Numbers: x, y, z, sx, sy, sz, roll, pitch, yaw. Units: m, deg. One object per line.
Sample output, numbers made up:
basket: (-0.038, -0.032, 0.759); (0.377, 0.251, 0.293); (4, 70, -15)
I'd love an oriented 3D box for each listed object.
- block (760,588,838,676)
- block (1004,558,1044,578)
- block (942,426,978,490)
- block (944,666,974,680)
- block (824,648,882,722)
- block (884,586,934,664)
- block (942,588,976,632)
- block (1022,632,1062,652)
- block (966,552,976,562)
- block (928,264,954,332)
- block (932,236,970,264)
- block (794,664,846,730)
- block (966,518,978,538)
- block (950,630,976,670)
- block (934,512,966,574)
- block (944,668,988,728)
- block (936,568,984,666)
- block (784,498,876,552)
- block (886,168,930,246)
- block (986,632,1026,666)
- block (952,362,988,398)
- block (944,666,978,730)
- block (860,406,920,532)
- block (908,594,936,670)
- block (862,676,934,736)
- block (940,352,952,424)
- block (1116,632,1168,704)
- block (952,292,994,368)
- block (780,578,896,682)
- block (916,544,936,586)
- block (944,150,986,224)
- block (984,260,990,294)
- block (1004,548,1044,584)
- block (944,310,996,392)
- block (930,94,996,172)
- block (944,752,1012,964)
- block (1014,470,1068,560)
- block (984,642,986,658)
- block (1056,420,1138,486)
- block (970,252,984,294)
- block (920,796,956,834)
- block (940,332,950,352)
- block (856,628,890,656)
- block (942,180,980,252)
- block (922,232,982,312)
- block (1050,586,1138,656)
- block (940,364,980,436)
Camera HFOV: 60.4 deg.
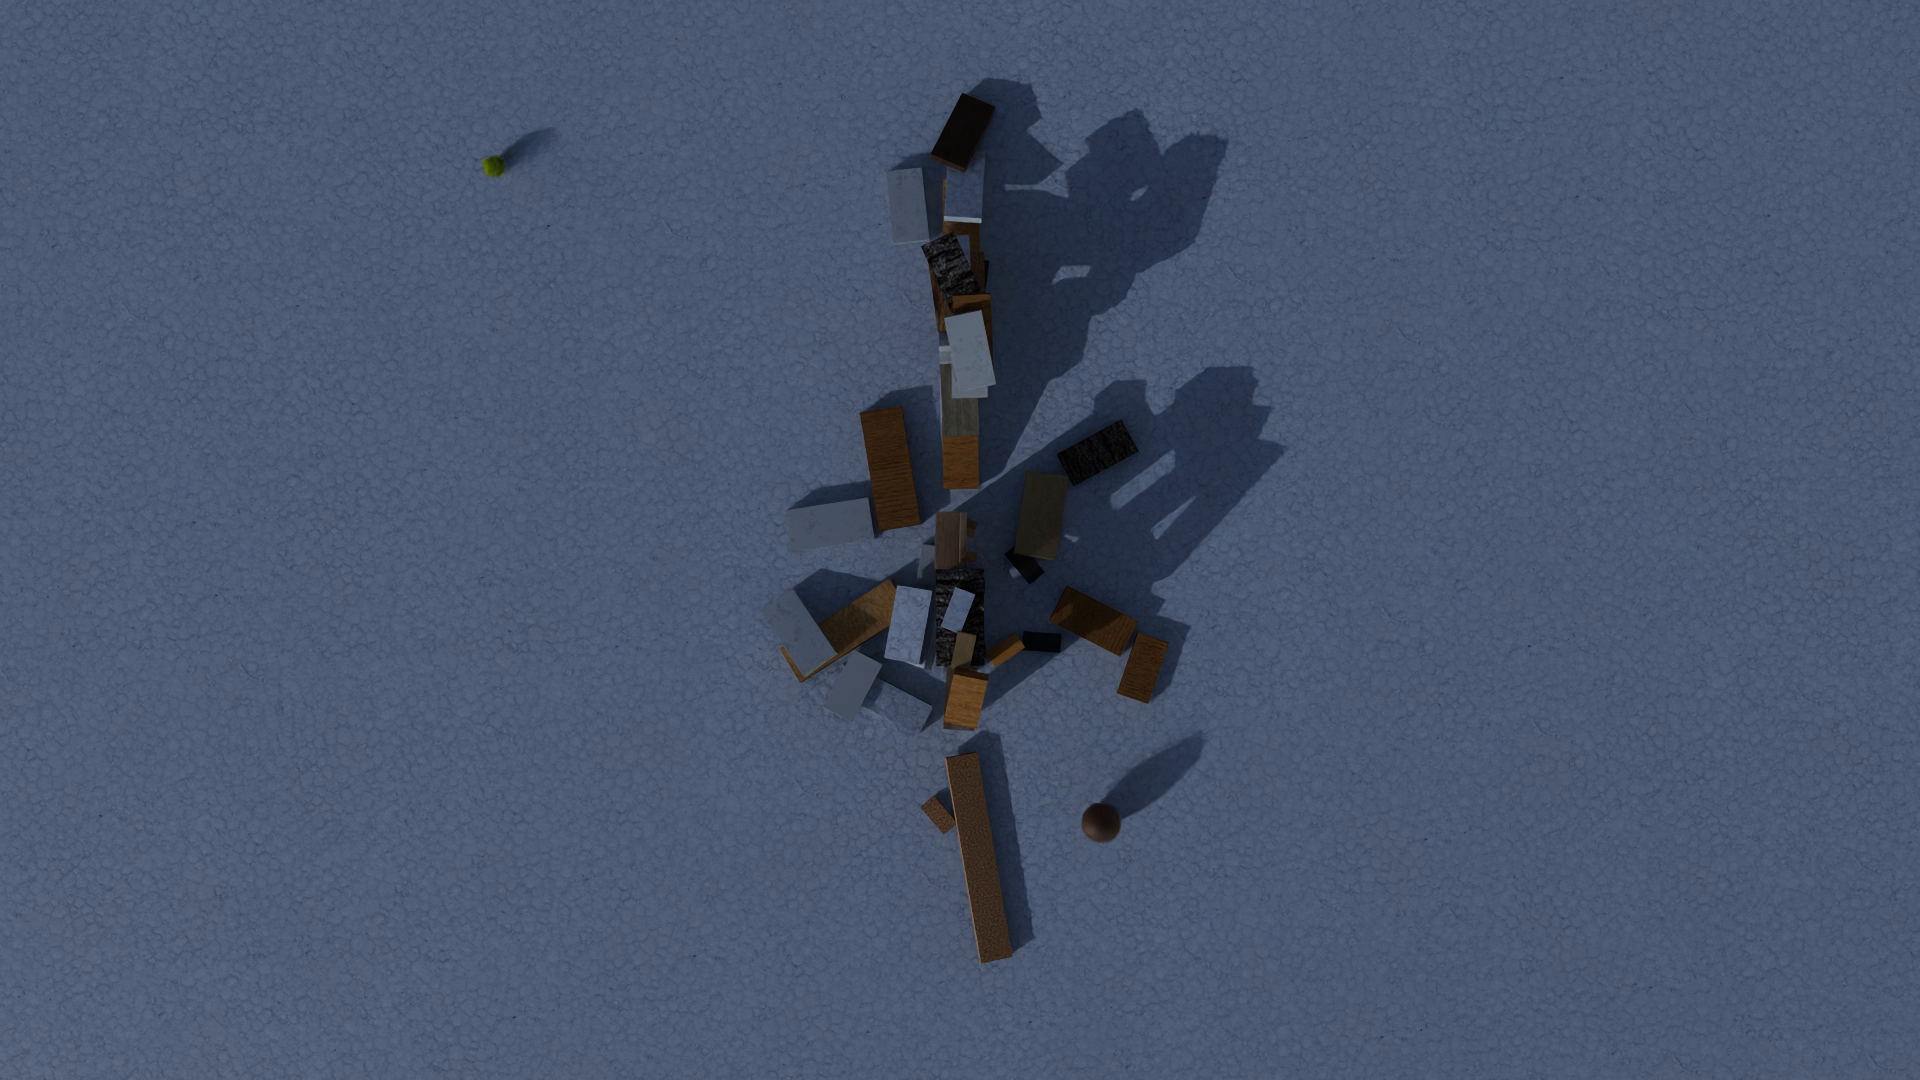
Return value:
block: (-0.531, 0.306, 5.447); (0.131, 0.037, 0.263); (-35, 75, -1)
block: (0.217, 0.071, 5.491); (0.126, 0.018, 0.063); (-31, 90, 0)
block: (0.002, -0.285, 5.447); (0.117, 0.033, 0.235); (-1, 108, 0)
block: (-0.004, 0.434, 5.401); (0.099, 0.199, 0.028); (-3, 90, 0)
block: (-0.353, 0.480, 5.453); (0.107, 0.030, 0.214); (28, 91, -3)
block: (-0.165, 0.278, 5.410); (0.121, 0.034, 0.242); (9, 84, 15)
block: (-0.006, 0.220, 5.145); (0.066, 0.019, 0.131); (21, 90, 0)
block: (0.272, 0.339, 5.491); (0.126, 0.018, 0.063); (4, 90, 0)
block: (0.004, 0.056, 5.401); (0.099, 0.199, 0.028); (0, 90, 0)
block: (-0.030, -0.790, 5.310); (0.115, 0.033, 0.229); (-8, 90, -1)
block: (-0.027, -0.875, 5.385); (0.124, 0.035, 0.248); (-2, 70, 0)
block: (-0.436, 0.521, 5.485); (0.216, 0.031, 0.108); (-39, 90, 0)
block: (0.002, -0.048, 5.400); (0.099, 0.199, 0.028); (16, 98, 0)
block: (0.011, 0.347, 5.138); (0.059, 0.017, 0.119); (11, 100, -2)
block: (-0.030, 0.009, 5.286); (0.099, 0.028, 0.199); (1, 91, 0)
block: (0.019, 0.498, 5.192); (0.108, 0.031, 0.216); (11, 130, 0)
block: (0.000, 0.242, 5.176); (0.151, 0.043, 0.302); (0, 90, 0)
block: (-0.432, -0.051, 5.480); (0.280, 0.040, 0.140); (-9, 90, 0)
block: (-0.174, -1.109, 5.483); (0.120, 0.034, 0.240); (-6, 90, 0)
block: (0.152, 0.365, 5.482); (0.119, 0.017, 0.059); (-34, 85, 7)
block: (0.030, -0.574, 5.307); (0.115, 0.033, 0.230); (-2, 105, -2)
block: (0.002, 0.508, 5.287); (0.099, 0.028, 0.199); (3, 90, 0)
block: (-0.231, -0.237, 5.480); (0.140, 0.040, 0.398); (-9, 90, 0)
block: (-0.115, 0.296, 5.444); (0.034, 0.121, 0.242); (16, 90, -44)
block: (-0.209, 0.551, 5.485); (0.216, 0.031, 0.108); (28, 90, 0)
block: (-0.004, -0.509, 5.442); (0.123, 0.035, 0.246); (-1, 110, 0)
block: (0.607, 0.425, 5.485); (0.107, 0.030, 0.214); (19, 90, 0)
block: (0.042, -0.645, 5.253); (0.120, 0.034, 0.274); (-3, 105, -2)
block: (-0.379, 0.301, 5.471); (0.432, 0.037, 0.131); (-33, 81, 0)
block: (-0.103, 0.083, 5.491); (0.066, 0.019, 0.131); (9, 90, 0)
block: (0.017, -1.170, 5.441); (0.122, 0.035, 0.245); (4, 76, 1)
block: (0.019, -0.811, 5.482); (0.124, 0.035, 0.248); (8, 90, 0)
block: (0.214, 0.078, 5.469); (0.066, 0.019, 0.131); (-40, 85, -1)
block: (0.032, -0.601, 5.229); (0.120, 0.034, 0.240); (-12, 105, 1)
block: (0.011, -1.346, 5.450); (0.122, 0.035, 0.245); (24, 77, 6)
block: (0.062, 1.053, 5.476); (0.107, 0.030, 0.688); (-10, 90, -9)
block: (0.269, -0.082, 5.461); (0.140, 0.040, 0.280); (9, 82, 0)
block: (0.006, 0.356, 5.349); (0.151, 0.302, 0.043); (-5, 90, 0)
block: (0.457, -0.290, 5.483); (0.242, 0.034, 0.121); (-28, 90, 0)
block: (0.020, -0.823, 5.447); (0.124, 0.035, 0.248); (-1, 90, 0)
block: (-0.070, 0.916, 5.492); (0.059, 0.017, 0.119); (-40, 90, 0)
block: (-0.006, -0.733, 5.370); (0.123, 0.035, 0.246); (0, 69, 0)
block: (-0.279, 0.345, 5.486); (0.133, 0.018, 0.063); (-23, 81, 0)
block: (0.004, -1.072, 5.483); (0.122, 0.035, 0.245); (0, 90, 0)
block: (-0.024, -0.858, 5.278); (0.115, 0.033, 0.230); (-25, 90, -1)
block: (0.443, 0.269, 5.481); (0.263, 0.037, 0.131); (27, 90, 0)
block: (-0.001, -0.457, 5.371); (0.117, 0.033, 0.235); (-3, 96, 0)
